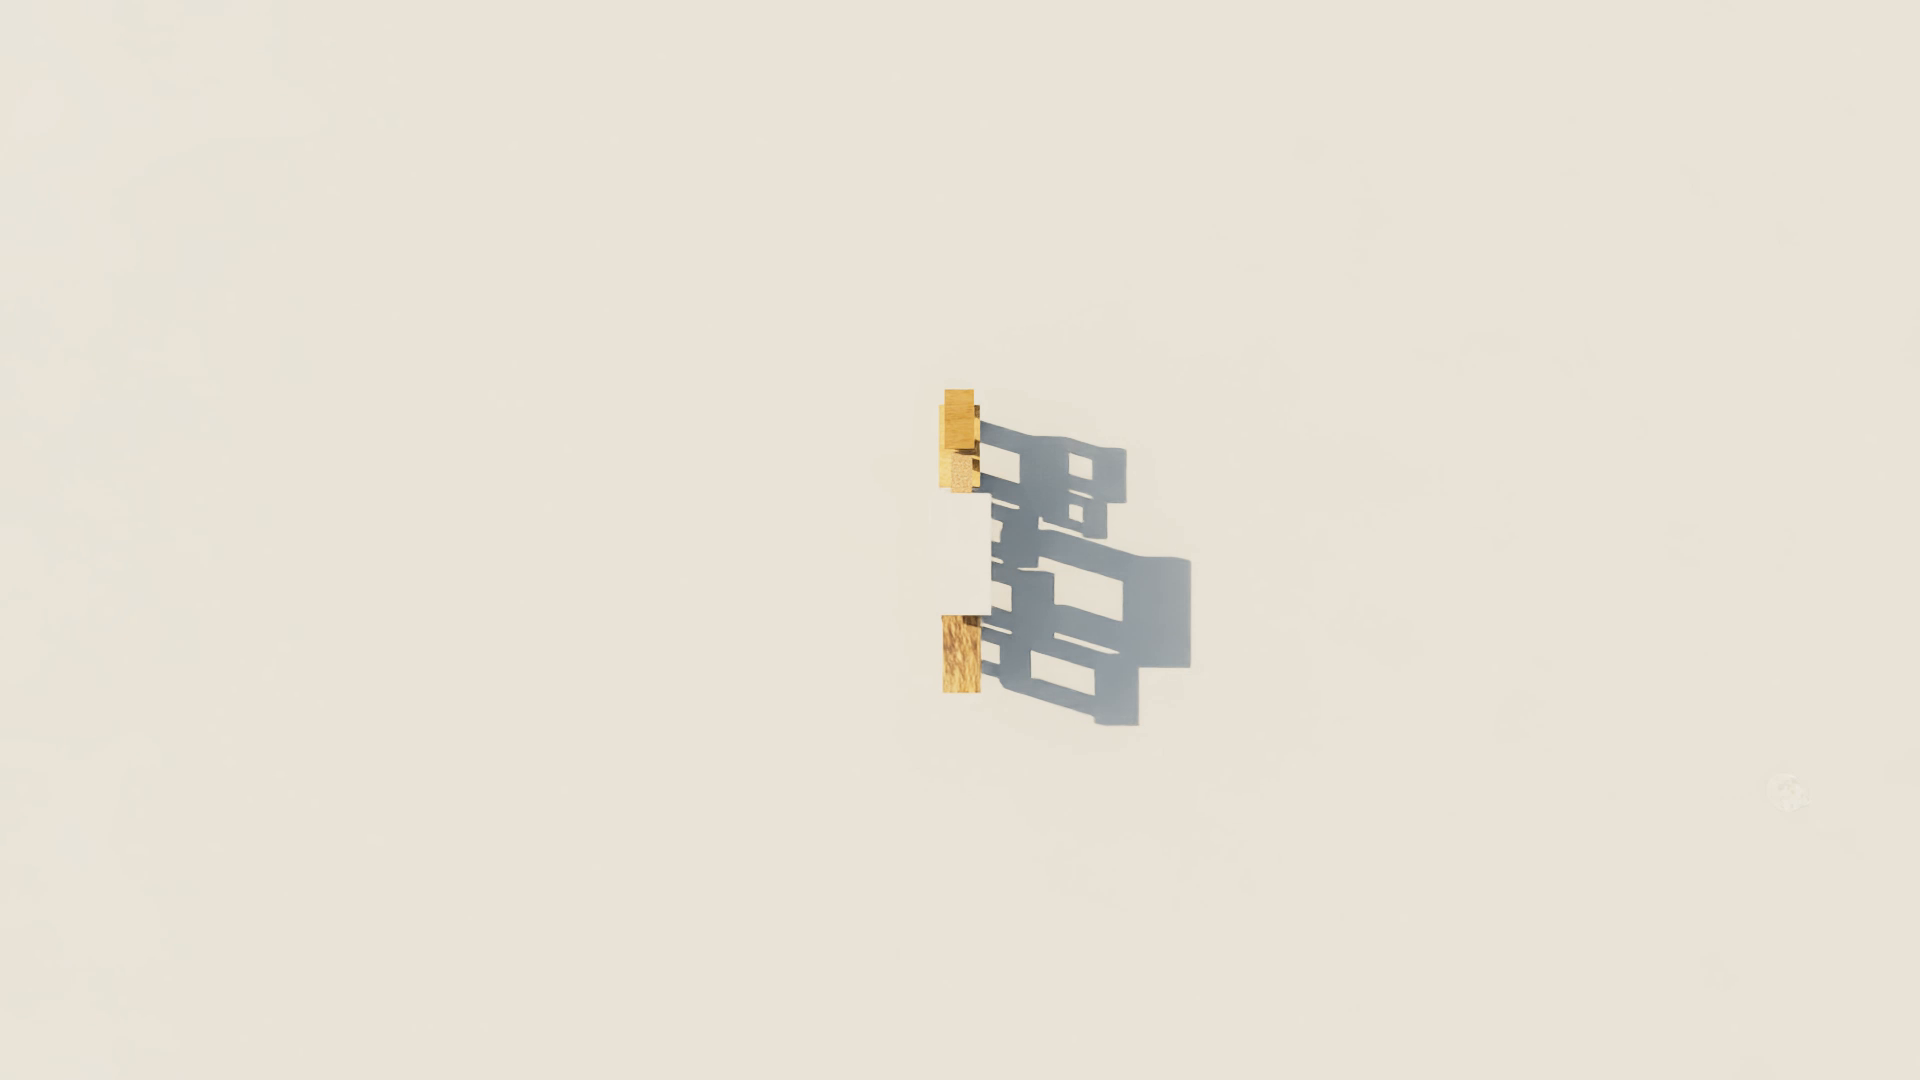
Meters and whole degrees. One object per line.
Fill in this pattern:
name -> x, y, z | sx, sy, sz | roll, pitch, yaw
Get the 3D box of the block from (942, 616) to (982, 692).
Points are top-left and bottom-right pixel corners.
block -> 0.005, 0.345, 4.994 | 0.116, 0.033, 0.232 | 0, 90, 0

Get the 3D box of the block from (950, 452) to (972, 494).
block -> 0.005, -0.207, 5.064 | 0.065, 0.018, 0.131 | 0, 90, 0

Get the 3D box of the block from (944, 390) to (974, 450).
block -> -0.002, -0.367, 5.011 | 0.090, 0.026, 0.180 | 0, 90, 0

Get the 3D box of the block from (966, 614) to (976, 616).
block -> -0.003, 0.144, 5.259 | 0.112, 0.032, 0.225 | 0, 90, 0

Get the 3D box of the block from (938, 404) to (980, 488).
block -> -0.002, -0.297, 5.222 | 0.130, 0.037, 0.259 | 0, 90, 0

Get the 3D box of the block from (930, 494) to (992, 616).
block -> 0.002, 0.042, 4.861 | 0.178, 0.050, 0.356 | 0, 90, 0

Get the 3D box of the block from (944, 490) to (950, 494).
block -> -0.006, -0.068, 5.298 | 0.094, 0.027, 0.189 | 0, 90, 0
